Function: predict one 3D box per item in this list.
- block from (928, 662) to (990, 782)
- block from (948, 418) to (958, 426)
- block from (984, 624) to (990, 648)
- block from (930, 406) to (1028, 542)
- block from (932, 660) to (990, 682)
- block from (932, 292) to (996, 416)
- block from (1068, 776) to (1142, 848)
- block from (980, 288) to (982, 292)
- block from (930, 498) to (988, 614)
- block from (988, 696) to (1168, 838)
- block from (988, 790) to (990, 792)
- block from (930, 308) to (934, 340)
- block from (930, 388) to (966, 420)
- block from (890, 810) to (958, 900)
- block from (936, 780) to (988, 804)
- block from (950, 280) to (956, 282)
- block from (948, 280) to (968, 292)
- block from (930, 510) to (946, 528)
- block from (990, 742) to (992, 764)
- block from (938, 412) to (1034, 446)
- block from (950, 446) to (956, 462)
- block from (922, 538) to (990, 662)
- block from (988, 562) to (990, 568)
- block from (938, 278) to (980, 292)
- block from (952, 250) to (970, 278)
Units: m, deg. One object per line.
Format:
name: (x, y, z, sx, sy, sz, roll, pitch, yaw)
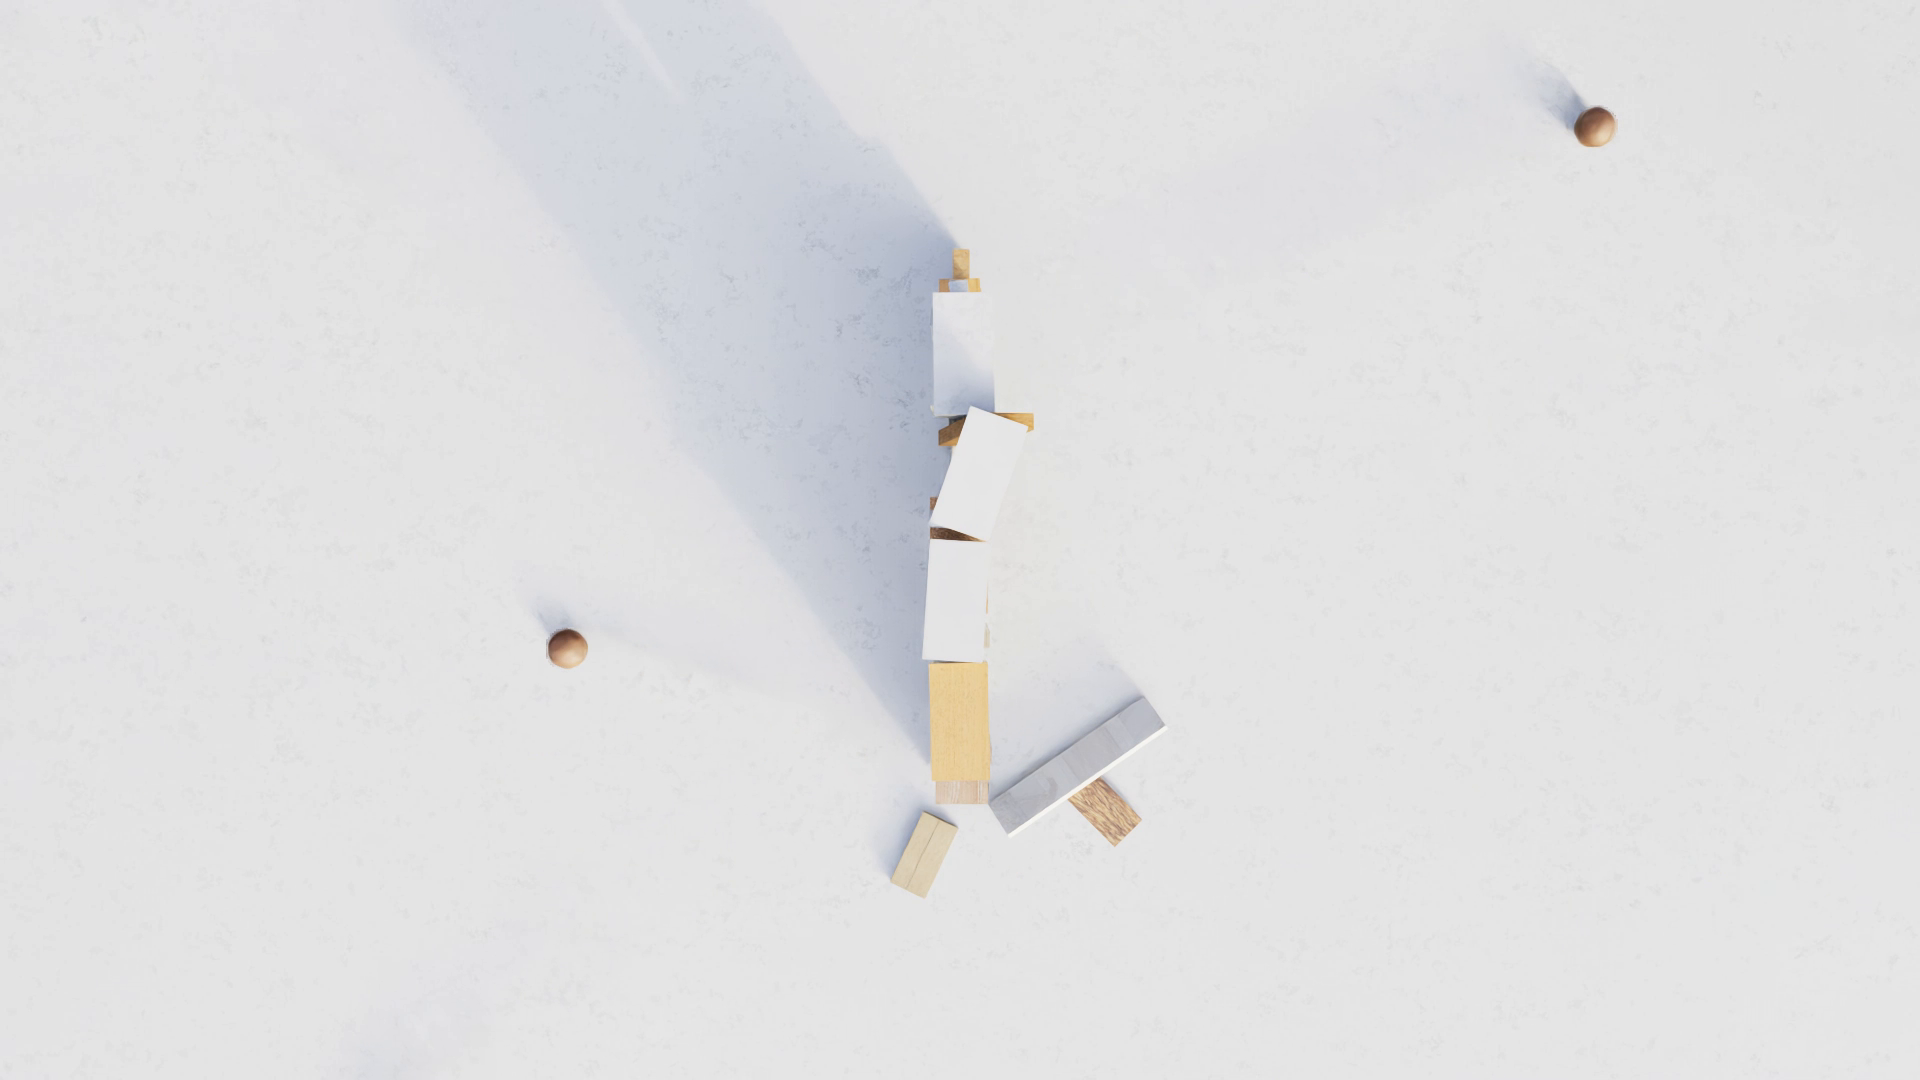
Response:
block: (-0.001, 0.523, 4.765, 0.169, 0.048, 0.338, -1, 90, 0)
block: (0.001, -0.385, 5.344, 0.073, 0.021, 0.146, 0, 90, 0)
block: (0.000, 0.285, 4.974, 0.171, 0.456, 0.049, 1, 90, 0)
block: (0.054, -0.189, 4.711, 0.174, 0.049, 0.347, 19, 92, -1)
block: (0.000, 0.401, 4.996, 0.169, 0.413, 0.048, 1, 90, 0)
block: (0.012, -0.543, 4.822, 0.178, 0.050, 0.356, -1, 90, 0)
block: (0.468, 0.882, 5.482, 0.129, 0.037, 0.258, -45, 90, 0)
block: (0.003, -0.782, 5.370, 0.130, 0.259, 0.037, 0, 90, 0)
block: (-0.003, 0.048, 5.114, 0.180, 0.051, 0.360, 0, 90, 0)
block: (0.389, 0.749, 5.451, 0.631, 0.037, 0.129, -35, 59, 0)
block: (0.009, 0.771, 5.337, 0.163, 0.327, 0.046, -2, 90, 0)
block: (0.002, -0.651, 5.026, 0.178, 0.356, 0.050, 3, 90, 0)
block: (0.003, -0.416, 5.091, 0.178, 0.486, 0.050, 4, 90, 0)
block: (-0.119, 1.045, 5.482, 0.129, 0.037, 0.258, 25, 90, 0)
block: (0.005, 0.658, 5.150, 0.163, 0.046, 0.327, 0, 90, 0)
block: (-0.004, -0.799, 5.146, 0.058, 0.116, 0.016, -1, 106, 0)
block: (0.003, -0.740, 5.080, 0.058, 0.016, 0.116, -10, 90, 0)
block: (-0.001, -0.057, 4.915, 0.174, 0.347, 0.049, 4, 90, 0)
block: (0.008, 0.626, 4.958, 0.169, 0.338, 0.048, 1, 90, 0)
block: (0.072, -0.334, 5.025, 0.174, 0.564, 0.049, 0, 88, -11)
block: (0.013, -0.245, 5.302, 0.085, 0.024, 0.170, 4, 79, -11)
block: (-0.011, 0.173, 4.722, 0.171, 0.049, 0.343, 4, 90, 0)
block: (-0.001, 0.056, 4.918, 0.171, 0.343, 0.049, 0, 90, 0)
block: (0.001, -0.695, 5.222, 0.130, 0.037, 0.259, -1, 90, 0)
block: (0.004, -0.894, 5.384, 0.054, 0.015, 0.108, 0, 90, 0)
